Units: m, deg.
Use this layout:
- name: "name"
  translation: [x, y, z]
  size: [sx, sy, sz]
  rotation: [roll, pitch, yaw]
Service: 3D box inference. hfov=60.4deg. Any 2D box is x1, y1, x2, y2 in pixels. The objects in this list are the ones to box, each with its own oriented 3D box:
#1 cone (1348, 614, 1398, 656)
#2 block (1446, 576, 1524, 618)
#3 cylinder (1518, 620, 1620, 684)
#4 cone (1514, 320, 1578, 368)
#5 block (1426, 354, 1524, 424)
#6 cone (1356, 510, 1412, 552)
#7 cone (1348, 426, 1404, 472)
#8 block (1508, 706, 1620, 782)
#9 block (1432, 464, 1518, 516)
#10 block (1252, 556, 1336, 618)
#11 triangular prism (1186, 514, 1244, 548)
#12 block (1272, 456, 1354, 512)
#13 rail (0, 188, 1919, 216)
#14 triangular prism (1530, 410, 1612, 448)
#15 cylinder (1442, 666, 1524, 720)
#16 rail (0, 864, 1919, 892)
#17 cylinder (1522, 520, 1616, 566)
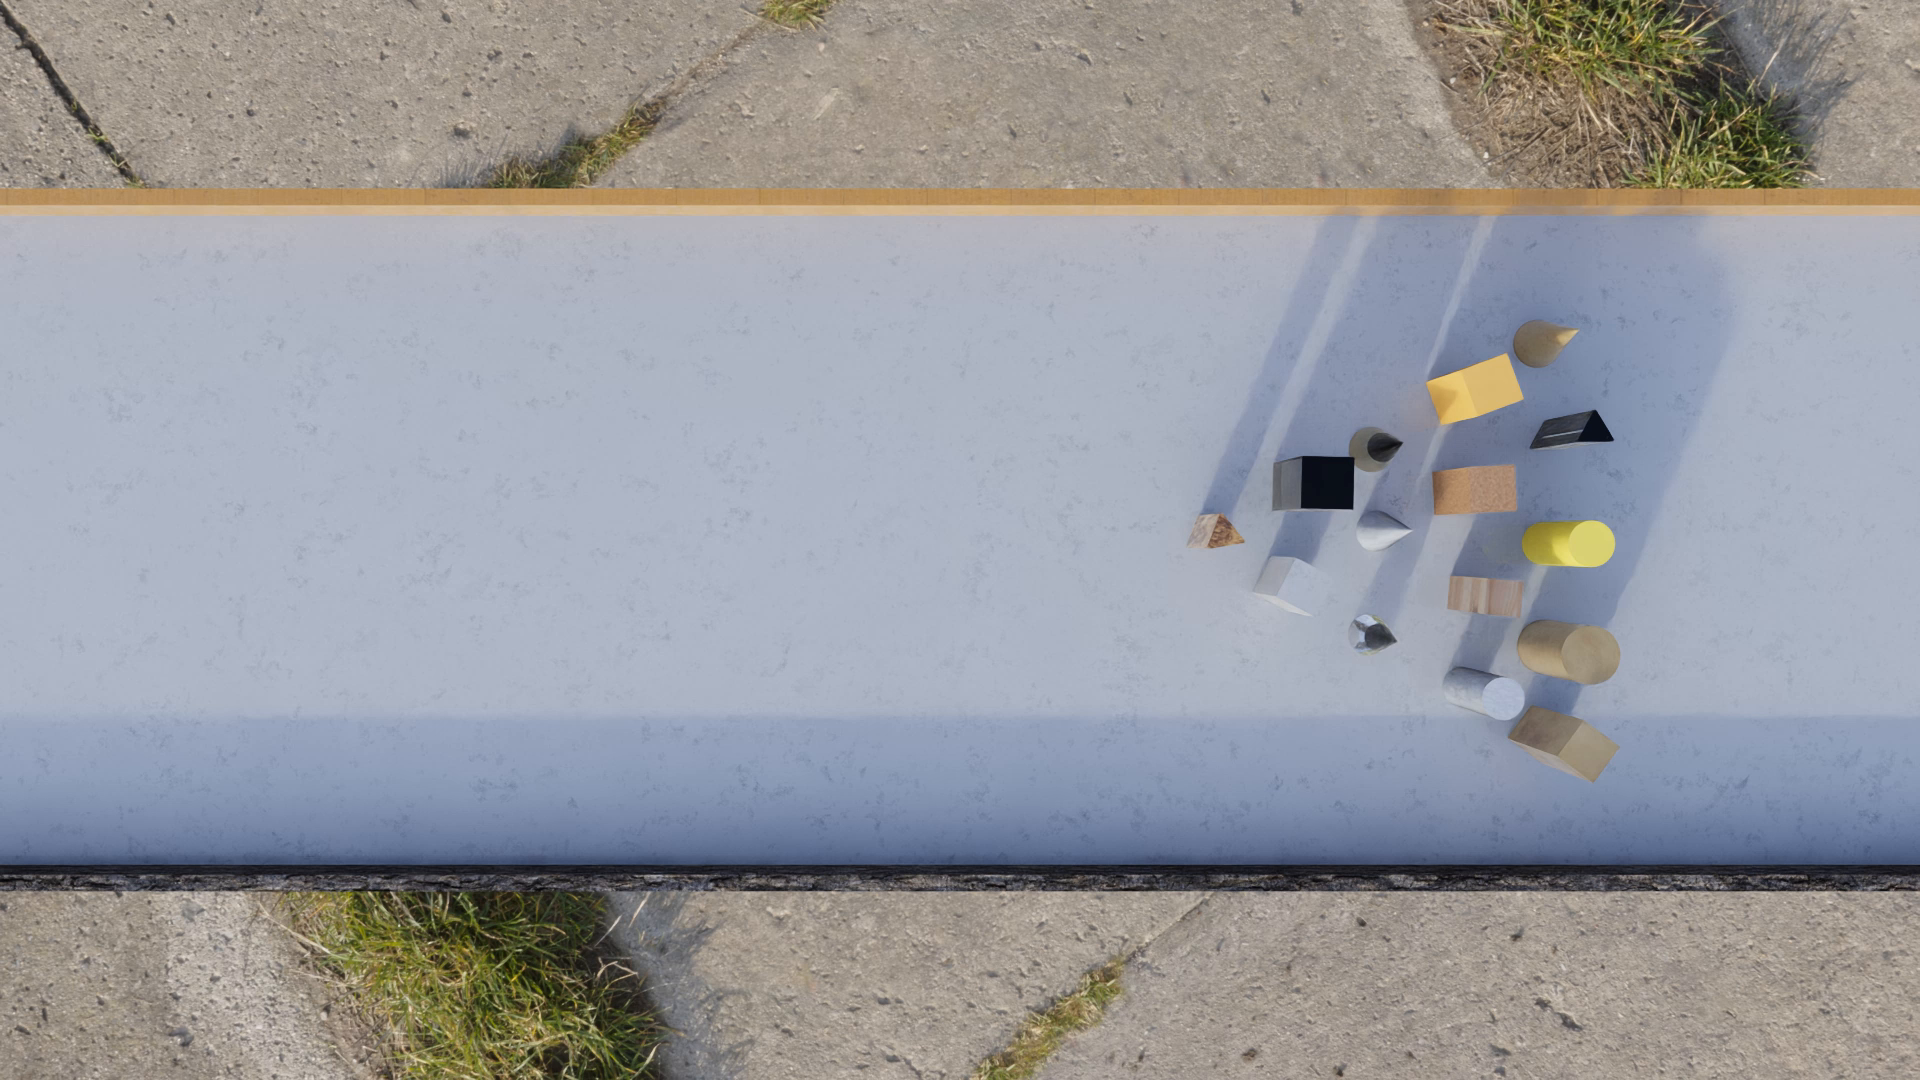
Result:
- name: "cone"
  translation: [1.258, 0.292, 4.909]
  size: [0.128, 0.336, 0.128]
  rotation: [0, 90, 0]
- name: "block"
  translation: [1.555, 0.166, 4.895]
  size: [0.103, 0.363, 0.103]
  rotation: [6, 90, 0]
- name: "cylinder"
  translation: [1.799, 0.328, 4.889]
  size: [0.169, 0.374, 0.169]
  rotation: [0, 90, 0]
- name: "cone"
  translation: [1.777, -0.604, 4.903]
  size: [0.149, 0.348, 0.149]
  rotation: [0, 90, 0]
- name: "block"
  translation: [1.524, -0.444, 4.898]
  size: [0.141, 0.357, 0.141]
  rotation: [-21, 90, 0]
- name: "cone"
  translation: [1.282, -0.027, 4.869]
  size: [0.126, 0.415, 0.126]
  rotation: [0, 90, 0]
- name: "cone"
  translation: [1.267, -0.278, 4.891]
  size: [0.140, 0.371, 0.140]
  rotation: [0, 90, 0]
- name: "block"
  translation: [1.773, 0.597, 4.864]
  size: [0.127, 0.426, 0.127]
  rotation: [37, 90, 0]
- name: "block"
  translation: [1.523, -0.146, 4.896]
  size: [0.132, 0.361, 0.132]
  rotation: [-3, 90, 0]
- name: "block"
  translation: [0.984, 0.135, 4.885]
  size: [0.126, 0.384, 0.126]
  rotation: [28, 90, 0]
- name: "triangular prism"
  translation: [0.742, -0.031, 4.858]
  size: [0.105, 0.436, 0.091]
  rotation: [-9, 90, 0]
- name: "block"
  translation: [1.037, -0.162, 4.864]
  size: [0.148, 0.425, 0.148]
  rotation: [1, 90, 0]
- name: "rail"
  translation: [-2.247, -1.025, 5.002]
  size: [12.000, 0.150, 0.050]
  rotation: [0, 90, 0]
- name: "triangular prism"
  translation: [1.803, -0.325, 4.878]
  size: [0.102, 0.398, 0.088]
  rotation: [-1, 90, 0]
- name: "cylinder"
  translation: [1.546, 0.451, 4.884]
  size: [0.123, 0.386, 0.123]
  rotation: [0, 90, 0]
- name: "rail"
  translation: [-2.247, 1.025, 5.001]
  size: [12.000, 0.150, 0.050]
  rotation: [0, 90, 0]
- name: "cylinder"
  translation: [1.796, 0.011, 4.882]
  size: [0.133, 0.390, 0.133]
  rotation: [0, 90, 0]
